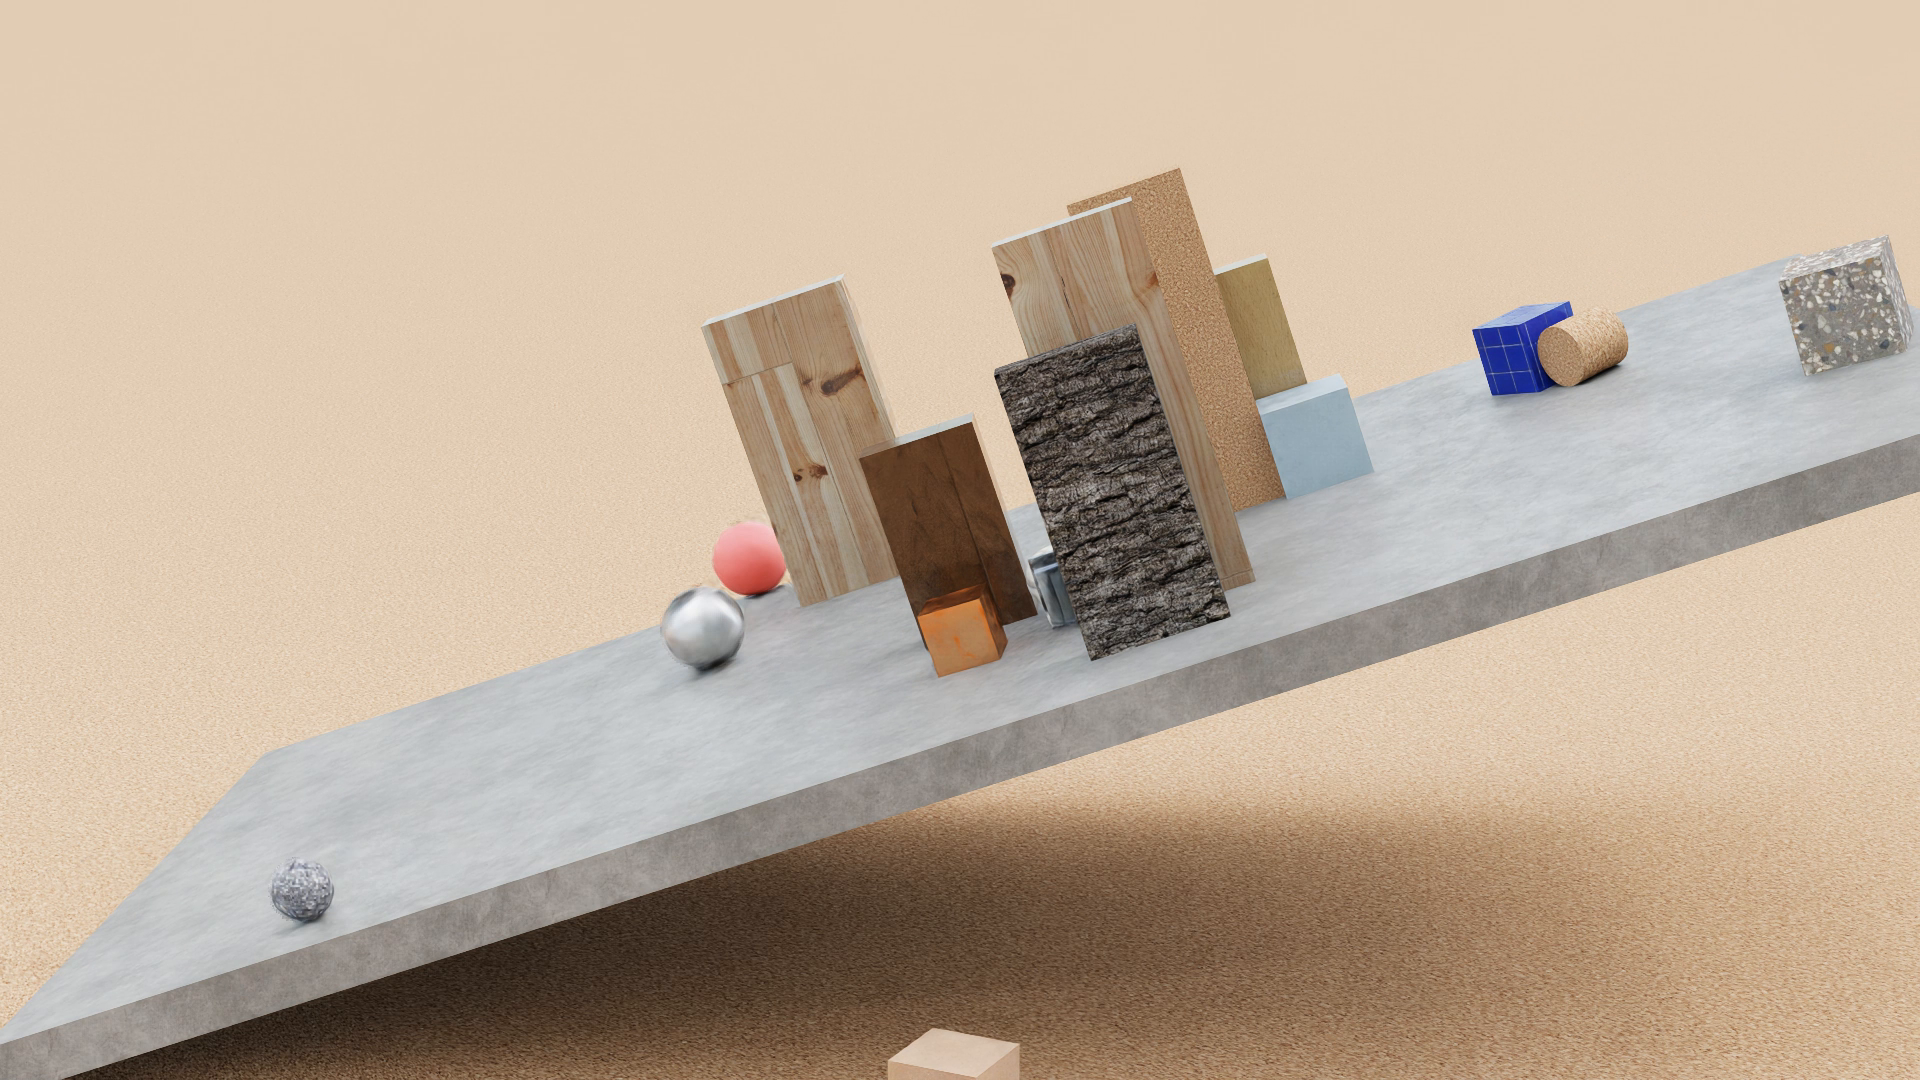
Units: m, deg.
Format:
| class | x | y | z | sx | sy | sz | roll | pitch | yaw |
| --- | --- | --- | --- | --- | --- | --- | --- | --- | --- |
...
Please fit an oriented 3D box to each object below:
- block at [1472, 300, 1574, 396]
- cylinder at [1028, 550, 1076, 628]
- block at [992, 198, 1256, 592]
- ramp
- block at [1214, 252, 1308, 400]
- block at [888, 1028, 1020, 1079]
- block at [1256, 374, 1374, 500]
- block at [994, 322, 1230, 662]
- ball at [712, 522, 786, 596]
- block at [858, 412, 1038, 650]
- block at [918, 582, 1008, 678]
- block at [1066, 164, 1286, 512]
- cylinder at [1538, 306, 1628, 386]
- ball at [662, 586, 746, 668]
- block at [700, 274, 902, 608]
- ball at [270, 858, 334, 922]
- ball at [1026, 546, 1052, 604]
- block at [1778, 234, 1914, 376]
| class | x | y | z | sx | sy | sz | roll | pitch | yaw |
| --- | --- | --- | --- | --- | --- | --- | --- | --- | --- |
| block | 1.284 | -0.431 | 6.624 | 0.159 | 0.159 | 0.159 | -25 | 12 | -28 |
| cylinder | 0.232 | 0.083 | 5.903 | 0.151 | 0.151 | 0.151 | -19 | 13 | -2 |
| block | 0.319 | -0.247 | 5.707 | 0.282 | 0.780 | 0.083 | -18 | 11 | 6 |
| ramp | 0.107 | 0.180 | 6.305 | 4.000 | 0.100 | 2.000 | -18 | 11 | 6 |
| block | 0.566 | -0.342 | 6.548 | 0.395 | 0.485 | 0.101 | -18 | 11 | 6 |
| block | -0.010 | 1.008 | 5.313 | 0.176 | 0.176 | 0.176 | 6 | 13 | 26 |
| block | 0.769 | -0.226 | 6.397 | 0.195 | 0.195 | 0.195 | -18 | 11 | 6 |
| block | 0.287 | -0.089 | 5.525 | 0.277 | 0.575 | 0.086 | -18 | 11 | 6 |
| ball | -0.519 | 0.047 | 7.288 | 0.185 | 0.185 | 0.185 | 0 | 12 | 0 |
| block | -0.021 | -0.018 | 6.103 | 0.244 | 0.426 | 0.118 | -18 | 11 | 6 |
| block | 0.006 | 0.179 | 5.869 | 0.130 | 0.130 | 0.130 | -17 | 11 | 12 |
| block | 0.468 | -0.416 | 6.376 | 0.254 | 0.747 | 0.111 | -18 | 11 | 6 |
| cylinder | 1.377 | -0.429 | 6.505 | 0.140 | 0.140 | 0.140 | -22 | 22 | -30 |
| ball | -0.578 | 0.197 | 6.634 | 0.187 | 0.187 | 0.187 | 0 | 12 | 0 |
| block | -0.323 | -0.234 | 6.946 | 0.346 | 0.706 | 0.128 | -18 | 11 | 6 |
| ball | -1.260 | 0.670 | 5.635 | 0.119 | 0.119 | 0.119 | 0 | 12 | 0 |
| ball | 0.201 | 0.075 | 6.043 | 0.132 | 0.132 | 0.132 | 0 | 12 | 0 |
| block | 1.770 | -0.469 | 5.870 | 0.198 | 0.198 | 0.198 | -14 | 12 | 26 |
